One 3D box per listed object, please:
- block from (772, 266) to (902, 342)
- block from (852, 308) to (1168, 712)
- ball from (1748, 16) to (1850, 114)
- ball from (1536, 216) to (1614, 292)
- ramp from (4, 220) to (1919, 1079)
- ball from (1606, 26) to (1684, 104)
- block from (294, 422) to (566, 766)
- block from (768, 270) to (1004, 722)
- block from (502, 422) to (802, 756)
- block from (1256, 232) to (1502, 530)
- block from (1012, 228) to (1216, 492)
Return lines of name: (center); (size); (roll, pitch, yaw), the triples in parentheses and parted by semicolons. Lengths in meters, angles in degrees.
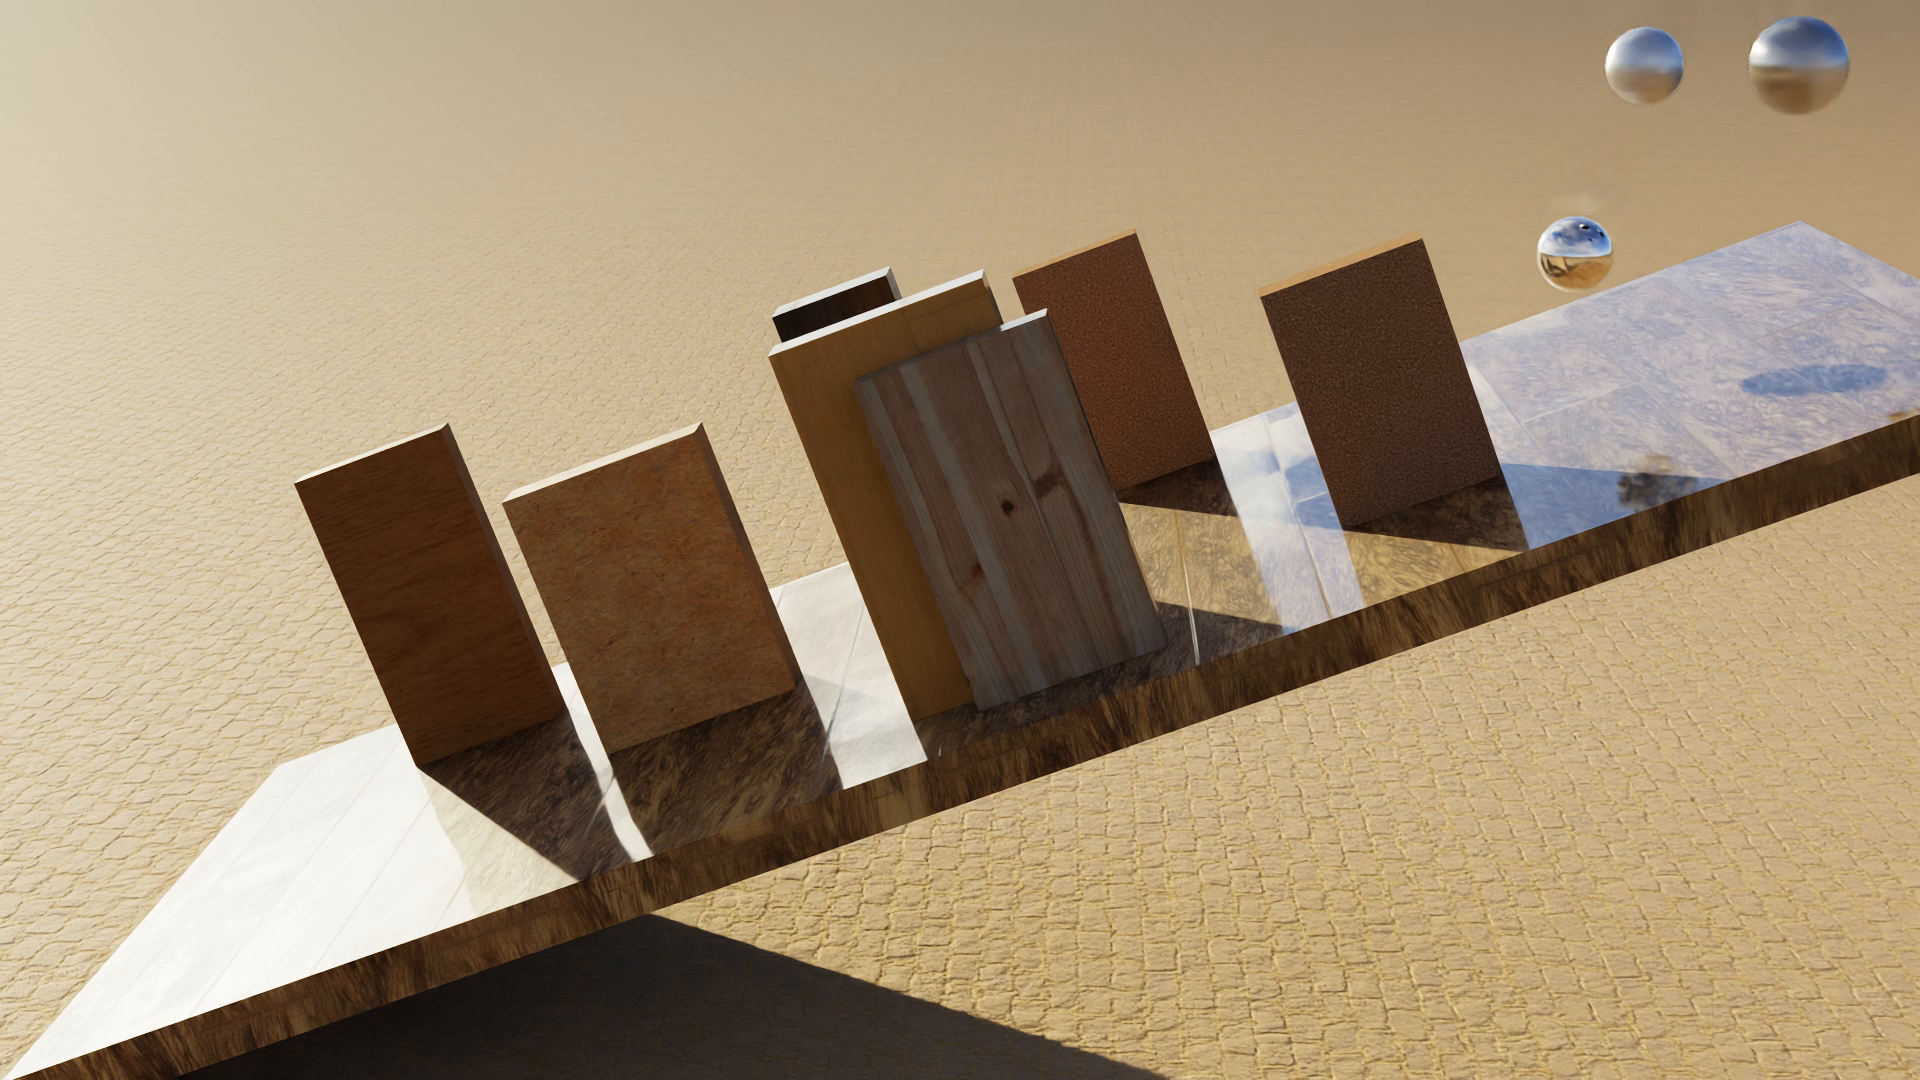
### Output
block: (-0.149, -0.203, 6.426); (0.262, 0.730, 0.146); (-20, 12, 7)
block: (0.097, -0.053, 5.469); (0.377, 0.660, 0.084); (-20, 12, 7)
ball: (1.791, -1.013, 6.280); (0.209, 0.209, 0.209); (0, 13, 0)
ball: (1.286, -0.597, 6.156); (0.159, 0.159, 0.159); (0, 13, 0)
ramp: (0.117, 0.176, 6.296); (4.000, 0.100, 2.000); (-20, 12, 7)
ball: (1.415, -0.979, 6.077); (0.159, 0.159, 0.159); (0, 13, 0)
block: (-1.223, 0.130, 6.814); (0.366, 0.721, 0.086); (-20, 12, 7)
block: (-0.024, -0.081, 5.580); (0.425, 0.754, 0.119); (-20, 12, 7)
block: (-0.651, 0.104, 6.256); (0.437, 0.587, 0.123); (-20, 12, 7)
block: (0.827, -0.314, 5.799); (0.331, 0.495, 0.113); (-20, 12, 7)
block: (0.363, -0.413, 6.916); (0.304, 0.560, 0.096); (-20, 12, 7)
